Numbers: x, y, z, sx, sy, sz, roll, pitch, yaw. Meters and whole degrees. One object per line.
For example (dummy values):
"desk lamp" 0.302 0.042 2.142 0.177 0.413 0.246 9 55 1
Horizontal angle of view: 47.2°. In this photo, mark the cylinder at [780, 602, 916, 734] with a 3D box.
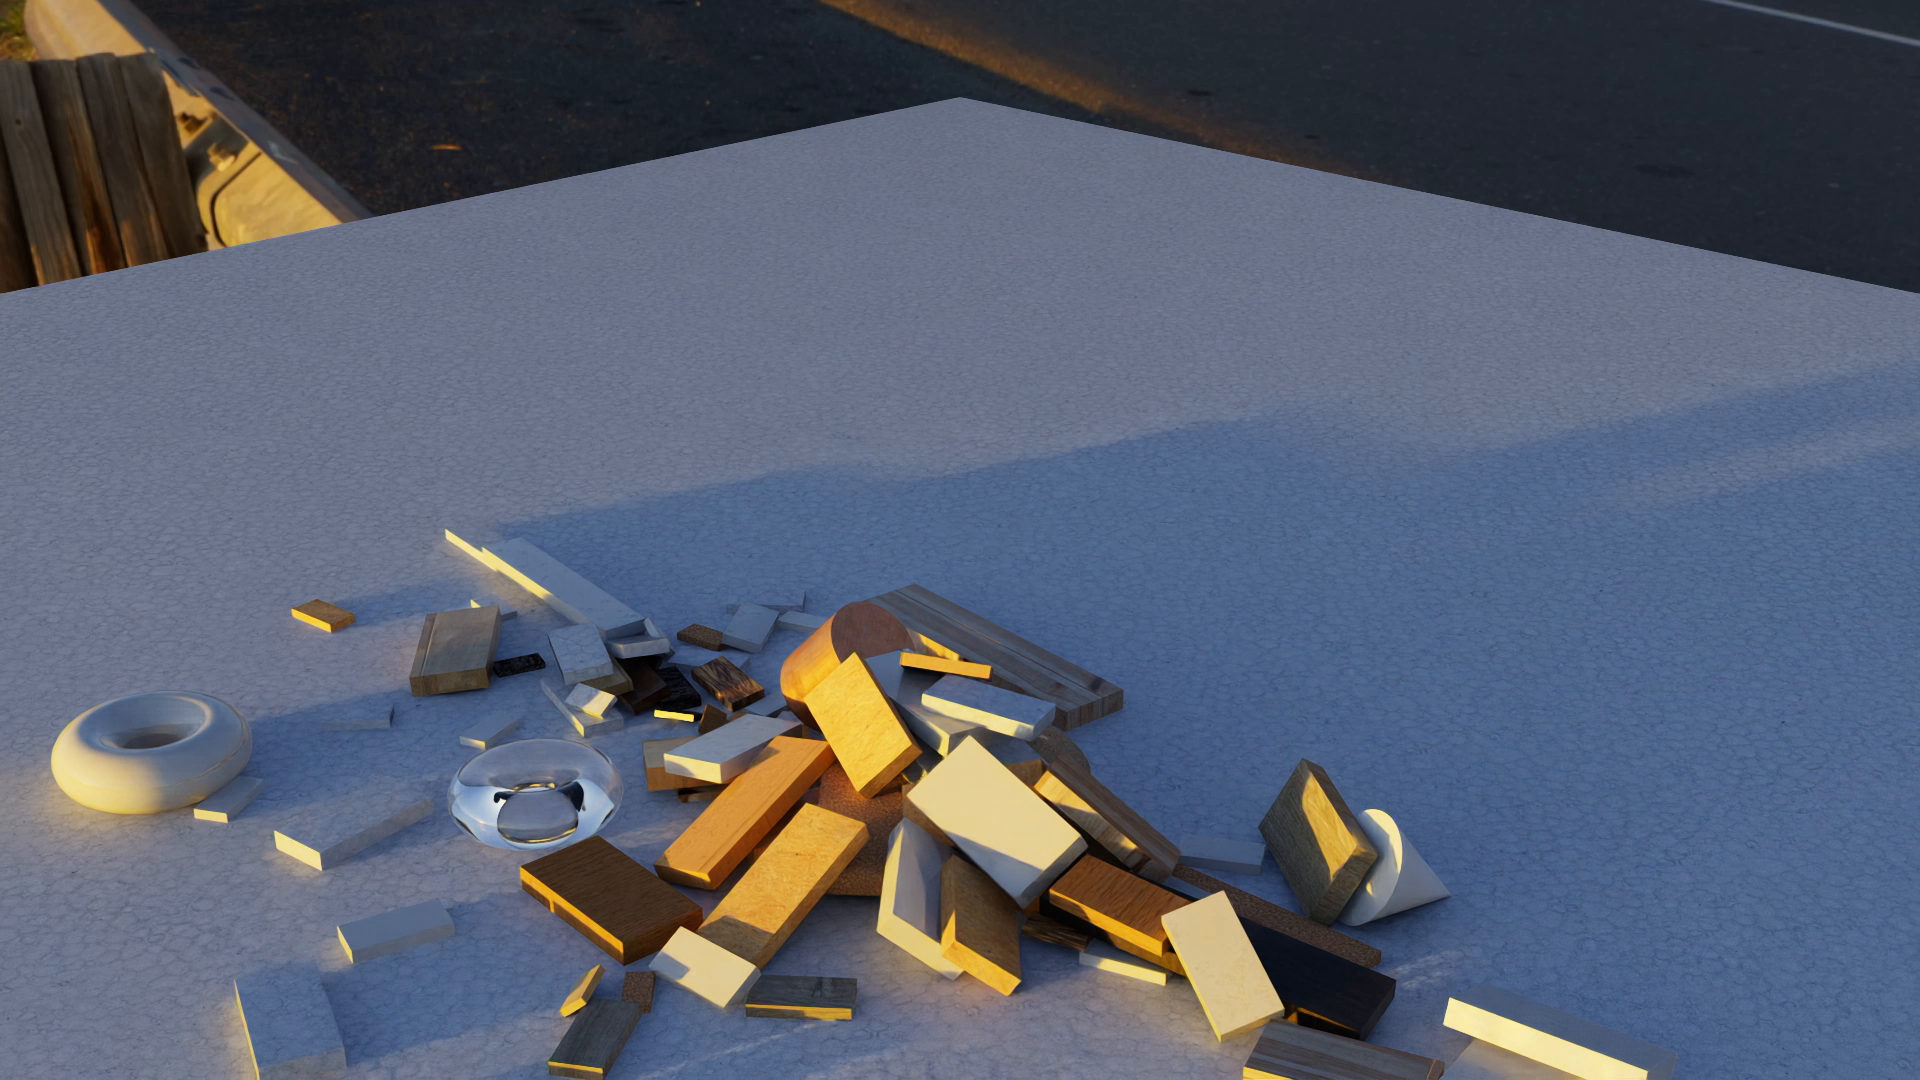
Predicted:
"cylinder" -0.240 0.277 4.724 0.213 0.213 0.213 21 49 -26

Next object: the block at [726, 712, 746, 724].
"block" -0.457 0.401 4.797 0.099 0.014 0.050 15 27 31

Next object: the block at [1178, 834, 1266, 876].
"block" 0.508 0.613 4.286 0.165 0.023 0.082 6 24 13

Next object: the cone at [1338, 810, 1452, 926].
"cone" 0.840 0.640 4.126 0.220 0.220 0.220 20 14 -25

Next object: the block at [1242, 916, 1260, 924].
"block" 0.470 0.713 4.012 0.142 0.020 0.071 11 52 21

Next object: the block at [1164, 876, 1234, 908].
"block" 0.428 0.679 4.086 0.142 0.020 0.071 21 53 31

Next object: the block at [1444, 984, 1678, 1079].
"block" 1.001 0.832 3.667 0.340 0.048 0.170 16 8 33

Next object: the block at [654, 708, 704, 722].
"block" -0.612 0.382 4.808 0.099 0.014 0.049 5 3 26

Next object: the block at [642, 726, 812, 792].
"block" -0.482 0.455 4.592 0.348 0.049 0.174 -5 14 -11

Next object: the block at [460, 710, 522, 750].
"block" -1.016 0.412 4.766 0.066 0.019 0.131 11 25 24

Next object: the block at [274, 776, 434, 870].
"block" -1.206 0.562 4.386 0.139 0.040 0.279 16 28 34

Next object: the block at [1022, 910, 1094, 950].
"block" 0.180 0.711 4.004 0.122 0.017 0.061 10 25 22

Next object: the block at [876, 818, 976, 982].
"block" -0.059 0.655 4.040 0.168 0.048 0.337 35 20 -12

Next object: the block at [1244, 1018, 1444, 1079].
"block" 0.633 0.882 3.627 0.298 0.042 0.149 10 25 22

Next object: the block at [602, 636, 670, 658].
"block" -0.749 0.245 5.039 0.109 0.031 0.219 -7 3 -23

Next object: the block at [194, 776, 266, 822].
"block" -1.489 0.527 4.491 0.073 0.021 0.147 6 24 13

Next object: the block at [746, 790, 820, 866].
"block" -0.269 0.561 4.375 0.348 0.049 0.174 -9 25 -21

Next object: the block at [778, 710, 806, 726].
"block" -0.373 0.410 4.772 0.063 0.018 0.125 5 23 11

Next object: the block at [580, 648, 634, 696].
"block" -0.808 0.301 4.937 0.093 0.026 0.185 -17 28 -21

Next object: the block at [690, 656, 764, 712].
"block" -0.522 0.322 4.936 0.085 0.024 0.170 -25 38 -30

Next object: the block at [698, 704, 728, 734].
"block" -0.537 0.397 4.773 0.049 0.014 0.099 29 23 -11

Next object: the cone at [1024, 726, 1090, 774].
"cone" 0.134 0.499 4.475 0.192 0.192 0.192 16 55 34

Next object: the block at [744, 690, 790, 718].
"block" -0.412 0.367 4.873 0.063 0.018 0.125 17 29 35

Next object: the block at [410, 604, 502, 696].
"block" -1.162 0.253 5.083 0.171 0.048 0.341 -7 23 -3

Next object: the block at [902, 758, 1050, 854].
"block" 0.032 0.520 4.228 0.287 0.041 0.144 -13 60 17

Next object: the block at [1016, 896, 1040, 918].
"block" 0.134 0.672 4.147 0.080 0.023 0.160 -16 28 -32

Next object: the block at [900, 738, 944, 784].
"block" -0.010 0.472 4.402 0.179 0.051 0.357 -6 39 -43

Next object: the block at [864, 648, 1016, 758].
"block" -0.068 0.327 4.466 0.179 0.051 0.357 -12 28 -38

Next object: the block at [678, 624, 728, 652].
"block" -0.600 0.231 5.194 0.125 0.018 0.063 15 27 31

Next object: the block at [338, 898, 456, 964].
"block" -1.035 0.717 4.037 0.189 0.027 0.094 -13 26 -27

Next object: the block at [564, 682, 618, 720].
"block" -0.808 0.352 4.811 0.110 0.016 0.055 16 58 32

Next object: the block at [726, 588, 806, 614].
"block" -0.472 0.151 5.372 0.184 0.026 0.092 1 23 2

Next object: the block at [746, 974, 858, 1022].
"block" -0.276 0.800 3.843 0.184 0.026 0.092 2 23 4

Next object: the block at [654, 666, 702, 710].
"block" -0.651 0.336 4.939 0.085 0.024 0.170 -11 25 -24

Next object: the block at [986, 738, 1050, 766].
"block" 0.148 0.520 4.307 0.179 0.051 0.357 -15 46 -43

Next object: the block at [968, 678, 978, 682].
"block" 0.024 0.376 4.699 0.141 0.040 0.282 -11 25 -25

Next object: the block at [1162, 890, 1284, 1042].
"block" 0.453 0.735 3.799 0.120 0.034 0.239 -21 56 -8

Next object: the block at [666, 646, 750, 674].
"block" -0.578 0.284 5.060 0.170 0.024 0.085 7 24 16

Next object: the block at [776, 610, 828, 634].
"block" -0.369 0.199 5.269 0.125 0.018 0.063 10 25 23

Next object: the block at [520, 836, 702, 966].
"block" -0.655 0.670 4.118 0.174 0.049 0.348 -19 30 -38
